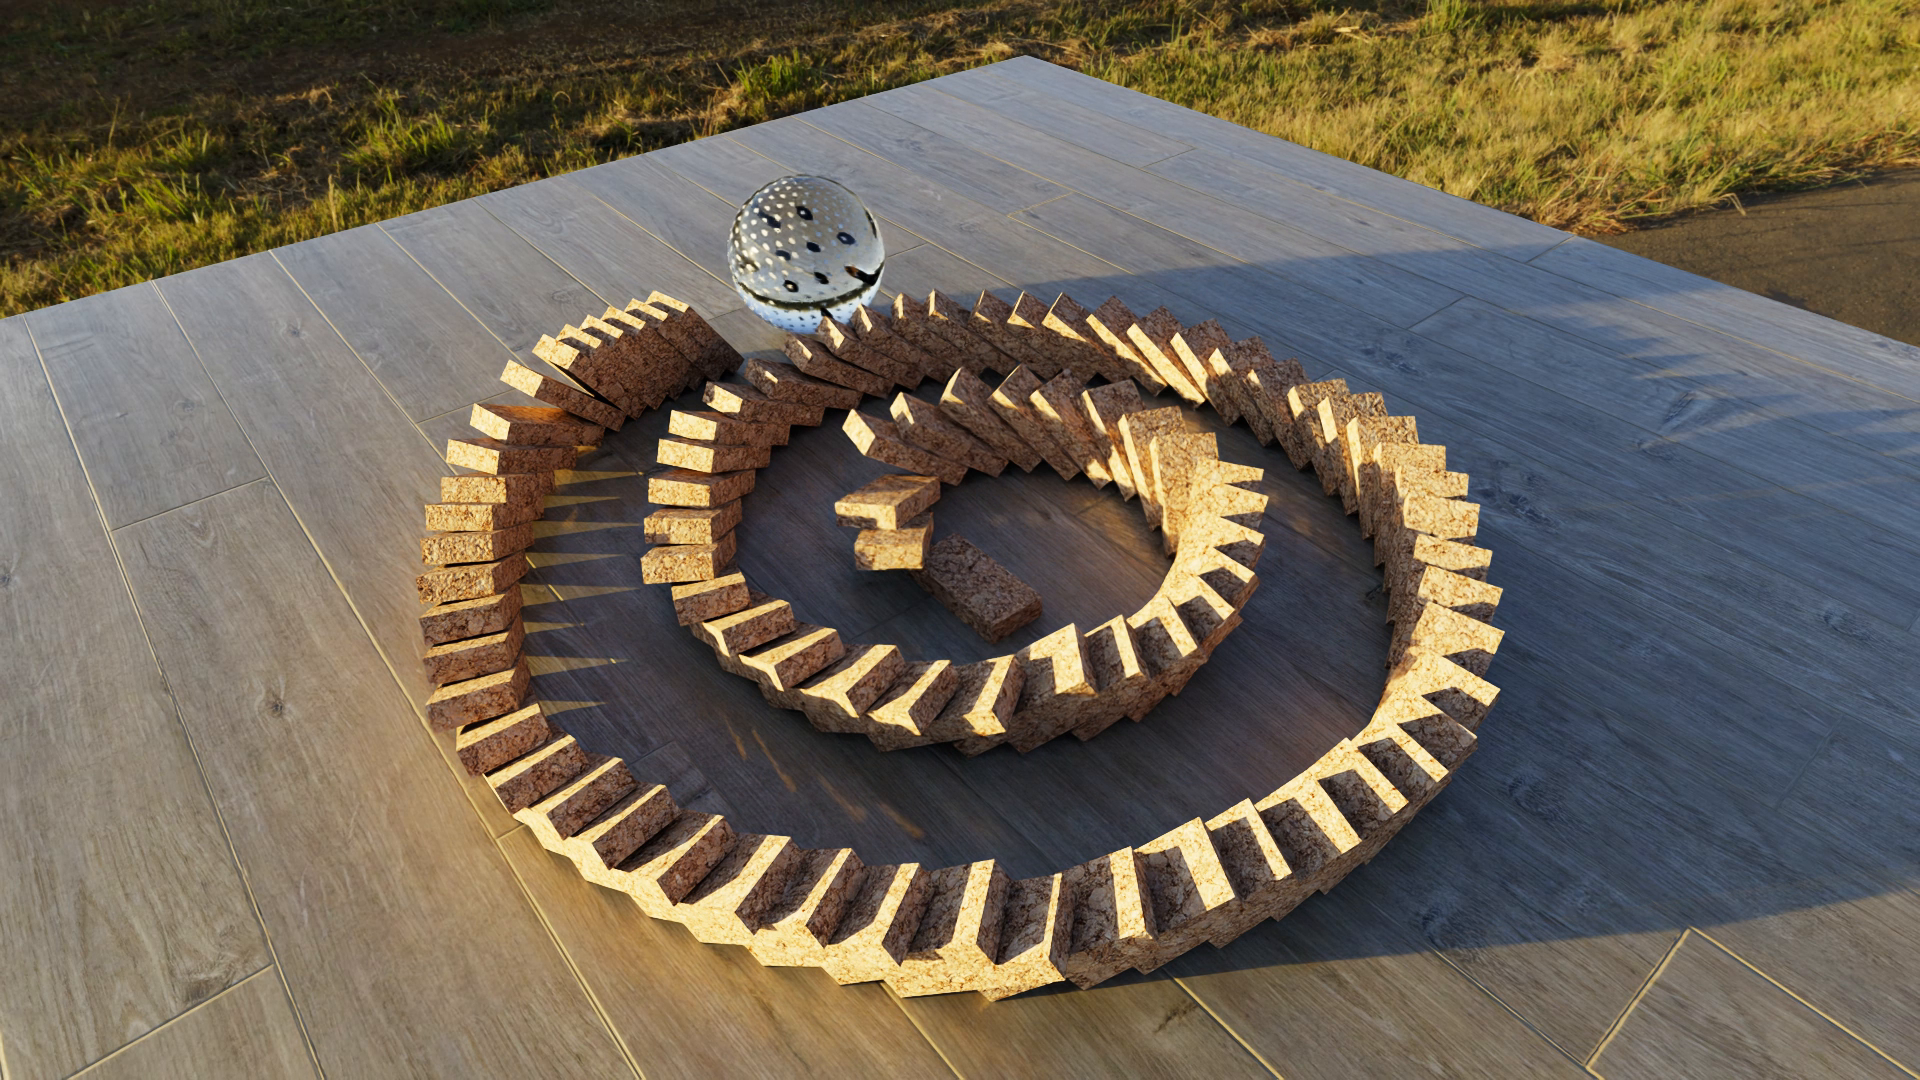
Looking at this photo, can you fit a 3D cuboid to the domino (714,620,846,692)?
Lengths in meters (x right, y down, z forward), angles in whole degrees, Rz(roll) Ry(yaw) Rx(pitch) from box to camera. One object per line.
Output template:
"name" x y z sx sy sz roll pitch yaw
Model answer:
"domino" -0.063 0.038 0.379 0.025 0.009 0.050 -29 19 -30

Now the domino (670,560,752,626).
"domino" -0.092 0.018 0.401 0.025 0.010 0.050 -15 12 -13

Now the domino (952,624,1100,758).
"domino" 0.020 0.050 0.361 0.050 0.009 0.025 -29 37 20

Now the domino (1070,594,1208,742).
"domino" 0.055 0.043 0.368 0.050 0.010 0.025 -36 44 13

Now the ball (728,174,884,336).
"ball" -0.079 -0.146 0.566 0.080 0.080 0.080 0 39 0

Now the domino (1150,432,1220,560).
"domino" 0.093 -0.018 0.446 0.025 0.009 0.050 -3 72 -4

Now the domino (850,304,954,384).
"domino" -0.028 -0.096 0.539 0.050 0.009 0.025 22 26 -33

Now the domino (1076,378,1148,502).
"domino" 0.073 -0.043 0.475 0.025 0.010 0.050 -17 75 -26

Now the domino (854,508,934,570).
"domino" -0.025 -0.001 0.429 0.025 0.010 0.050 -1 17 4

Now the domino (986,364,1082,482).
"domino" 0.037 -0.052 0.485 0.050 0.009 0.025 44 46 -6

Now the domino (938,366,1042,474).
"domino" 0.016 -0.053 0.487 0.050 0.009 0.025 35 37 -12

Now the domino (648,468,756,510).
"domino" -0.106 -0.023 0.454 0.025 0.009 0.050 7 12 9

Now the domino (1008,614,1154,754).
"domino" 0.037 0.048 0.363 0.050 0.010 0.025 -31 39 18

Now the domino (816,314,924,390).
"domino" -0.043 -0.090 0.531 0.050 0.009 0.025 18 23 -41

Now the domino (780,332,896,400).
"domino" -0.058 -0.083 0.524 0.050 0.009 0.025 13 25 -43

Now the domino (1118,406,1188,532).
"domino" 0.086 -0.030 0.460 0.025 0.010 0.050 -10 73 -12

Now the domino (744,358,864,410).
"domino" -0.073 -0.073 0.515 0.050 0.009 0.025 2 29 -45

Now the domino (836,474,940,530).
"domino" -0.028 -0.016 0.447 0.025 0.009 0.050 4 18 19

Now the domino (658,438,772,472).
"domino" -0.104 -0.037 0.469 0.025 0.010 0.050 12 10 16

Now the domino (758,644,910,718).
"domino" -0.043 0.046 0.368 0.050 0.009 0.025 -4 29 47

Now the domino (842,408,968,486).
"domino" -0.023 -0.039 0.469 0.050 0.010 0.025 16 22 -38

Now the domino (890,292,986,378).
"domino" -0.011 -0.101 0.545 0.050 0.009 0.025 27 32 -23

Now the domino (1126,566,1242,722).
"domino" 0.069 0.036 0.377 0.050 0.010 0.025 -45 50 5

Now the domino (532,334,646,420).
"domino" -0.169 -0.074 0.505 0.025 0.050 0.010 26 81 28

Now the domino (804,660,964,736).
"domino" -0.026 0.052 0.361 0.050 0.010 0.025 -8 29 43

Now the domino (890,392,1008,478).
"domino" -0.004 -0.046 0.479 0.050 0.010 0.025 19 30 -31

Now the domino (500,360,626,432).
"domino" -0.178 -0.064 0.496 0.025 0.050 0.010 26 90 30

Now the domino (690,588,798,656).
"domino" -0.078 0.028 0.390 0.025 0.009 0.050 -22 14 -24

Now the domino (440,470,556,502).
"domino" -0.188 -0.022 0.450 0.025 0.009 0.050 0 7 1

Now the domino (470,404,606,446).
"domino" -0.186 -0.051 0.487 0.025 0.009 0.050 26 16 28

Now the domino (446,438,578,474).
"domino" -0.190 -0.036 0.469 0.025 0.009 0.050 13 10 16

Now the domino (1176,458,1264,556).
"domino" 0.100 -0.005 0.427 0.025 0.009 0.050 12 78 14

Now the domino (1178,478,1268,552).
"domino" 0.096 0.004 0.415 0.025 0.010 0.050 18 79 16

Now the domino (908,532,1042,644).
"domino" 0.005 0.018 0.422 0.025 0.010 0.050 -28 47 -30

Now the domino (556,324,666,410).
"domino" -0.162 -0.080 0.511 0.025 0.050 0.010 26 80 28

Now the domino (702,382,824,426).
"domino" -0.089 -0.062 0.500 0.025 0.009 0.050 29 19 34

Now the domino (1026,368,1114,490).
"domino" 0.054 -0.049 0.481 0.050 0.010 0.025 50 50 0

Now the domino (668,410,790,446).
"domino" -0.100 -0.049 0.483 0.025 0.009 0.050 17 12 27

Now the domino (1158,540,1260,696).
"domino" 0.080 0.027 0.388 0.025 0.009 0.050 36 89 36

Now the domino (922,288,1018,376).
"domino" 0.005 -0.103 0.547 0.050 0.009 0.025 29 31 -21

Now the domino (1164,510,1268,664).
"domino" 0.089 0.017 0.401 0.025 0.009 0.050 25 82 27

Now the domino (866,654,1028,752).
"domino" -0.005 0.054 0.359 0.050 0.009 0.025 -16 30 32

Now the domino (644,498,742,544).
"domino" -0.105 -0.008 0.435 0.025 0.009 0.050 0 11 2

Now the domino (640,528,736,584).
"domino" -0.102 0.005 0.418 0.025 0.009 0.050 -4 11 -1

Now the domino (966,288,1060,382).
"domino" 0.029 -0.102 0.548 0.050 0.009 0.025 31 39 -13
